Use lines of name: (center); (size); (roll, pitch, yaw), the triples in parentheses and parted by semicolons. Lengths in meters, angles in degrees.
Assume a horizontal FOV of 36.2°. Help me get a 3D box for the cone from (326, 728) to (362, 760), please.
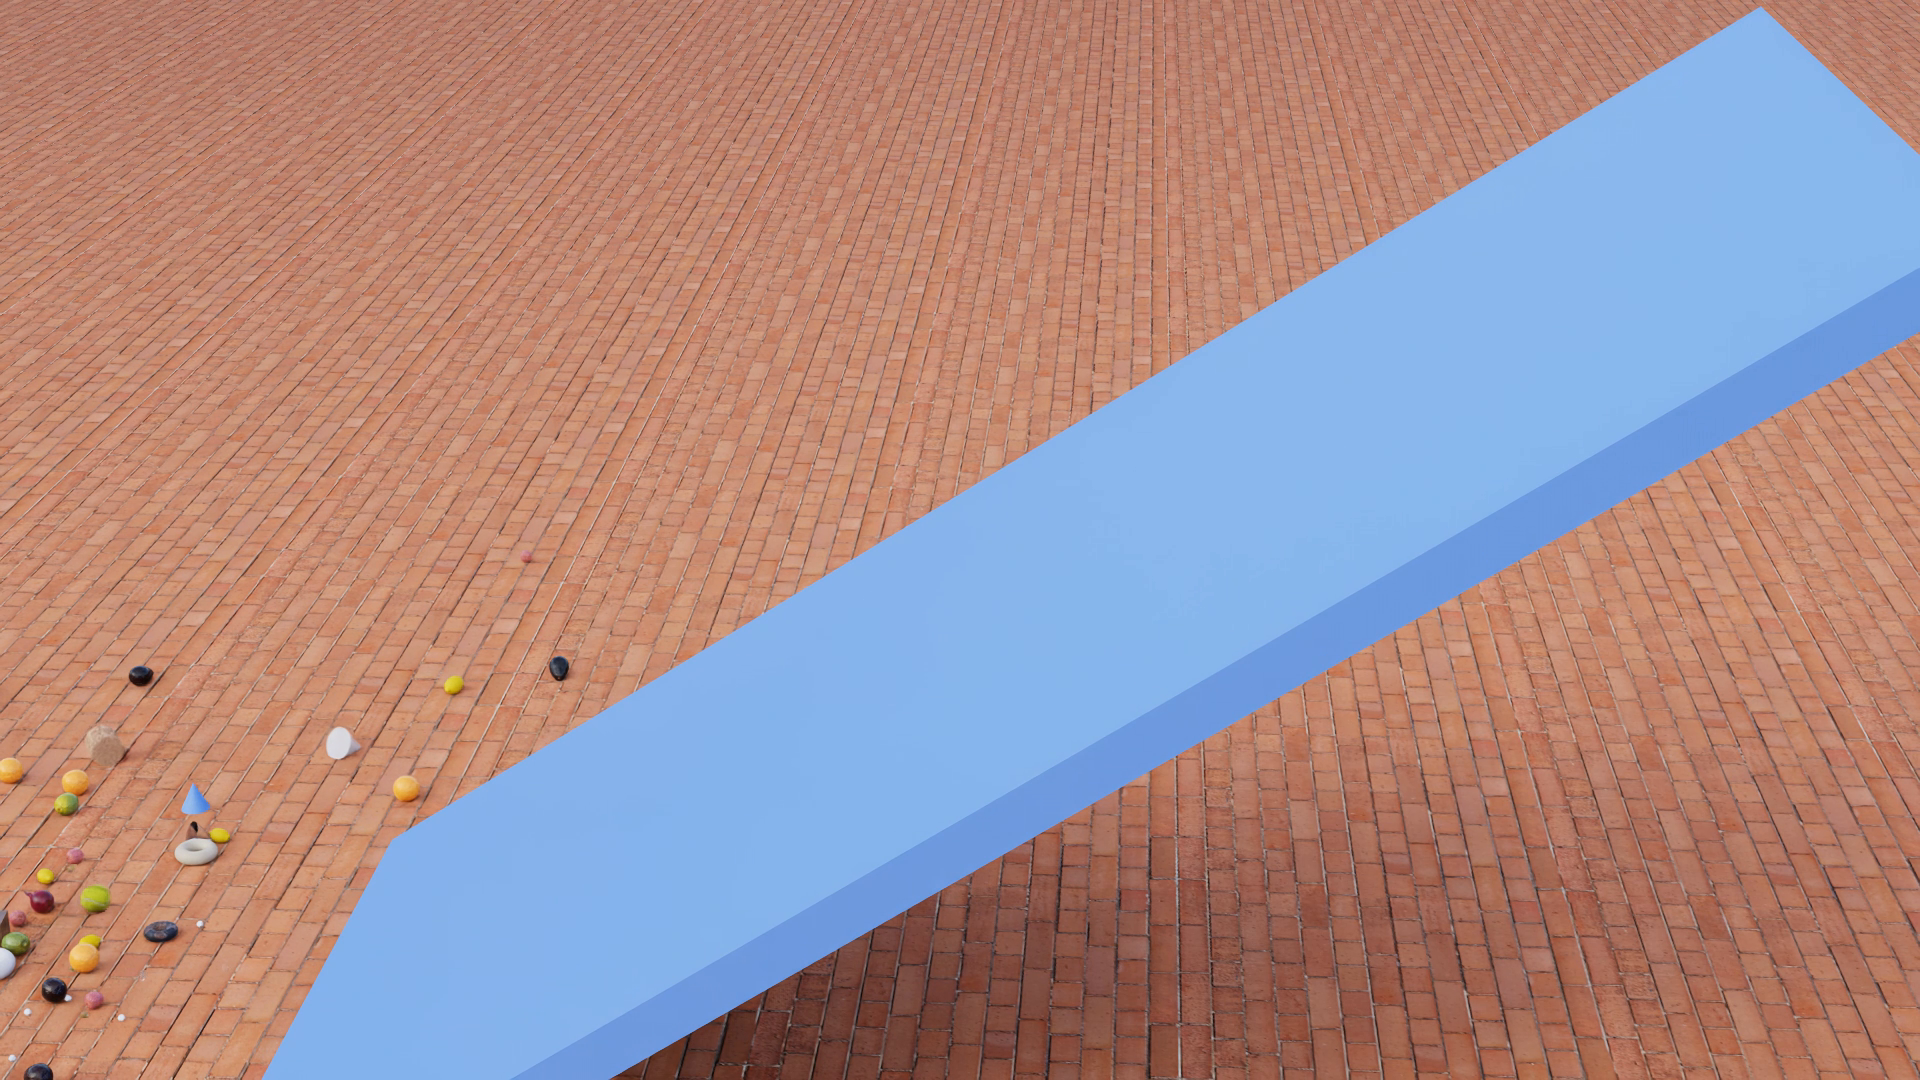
cone: (-1.744, 0.586, 8.413); (0.093, 0.093, 0.093); (15, -2, 34)

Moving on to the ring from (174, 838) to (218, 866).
ring: (-2.020, 0.826, 7.782); (0.112, 0.037, 0.112); (1, 21, 0)

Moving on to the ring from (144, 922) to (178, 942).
ring: (-2.004, 0.982, 7.376); (0.086, 0.029, 0.086); (0, 19, 0)

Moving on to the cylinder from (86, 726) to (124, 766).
cylinder: (-2.430, 0.584, 8.353); (0.089, 0.089, 0.089); (-11, 24, -26)

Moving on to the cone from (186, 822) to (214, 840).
cone: (-2.026, 0.794, 7.876); (0.068, 0.068, 0.068); (19, 7, -36)

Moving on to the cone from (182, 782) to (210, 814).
cone: (-2.098, 0.700, 8.059); (0.078, 0.078, 0.078); (0, 21, 0)

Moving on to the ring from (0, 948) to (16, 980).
ring: (-2.381, 1.040, 7.198); (0.134, 0.045, 0.134); (1, 22, 0)

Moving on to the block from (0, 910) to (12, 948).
block: (-2.415, 0.975, 7.325); (0.076, 0.076, 0.076); (-1, 21, -3)

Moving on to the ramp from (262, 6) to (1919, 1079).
ramp: (0.139, 0.171, 6.298); (4.000, 0.100, 2.000); (-31, 16, 14)
